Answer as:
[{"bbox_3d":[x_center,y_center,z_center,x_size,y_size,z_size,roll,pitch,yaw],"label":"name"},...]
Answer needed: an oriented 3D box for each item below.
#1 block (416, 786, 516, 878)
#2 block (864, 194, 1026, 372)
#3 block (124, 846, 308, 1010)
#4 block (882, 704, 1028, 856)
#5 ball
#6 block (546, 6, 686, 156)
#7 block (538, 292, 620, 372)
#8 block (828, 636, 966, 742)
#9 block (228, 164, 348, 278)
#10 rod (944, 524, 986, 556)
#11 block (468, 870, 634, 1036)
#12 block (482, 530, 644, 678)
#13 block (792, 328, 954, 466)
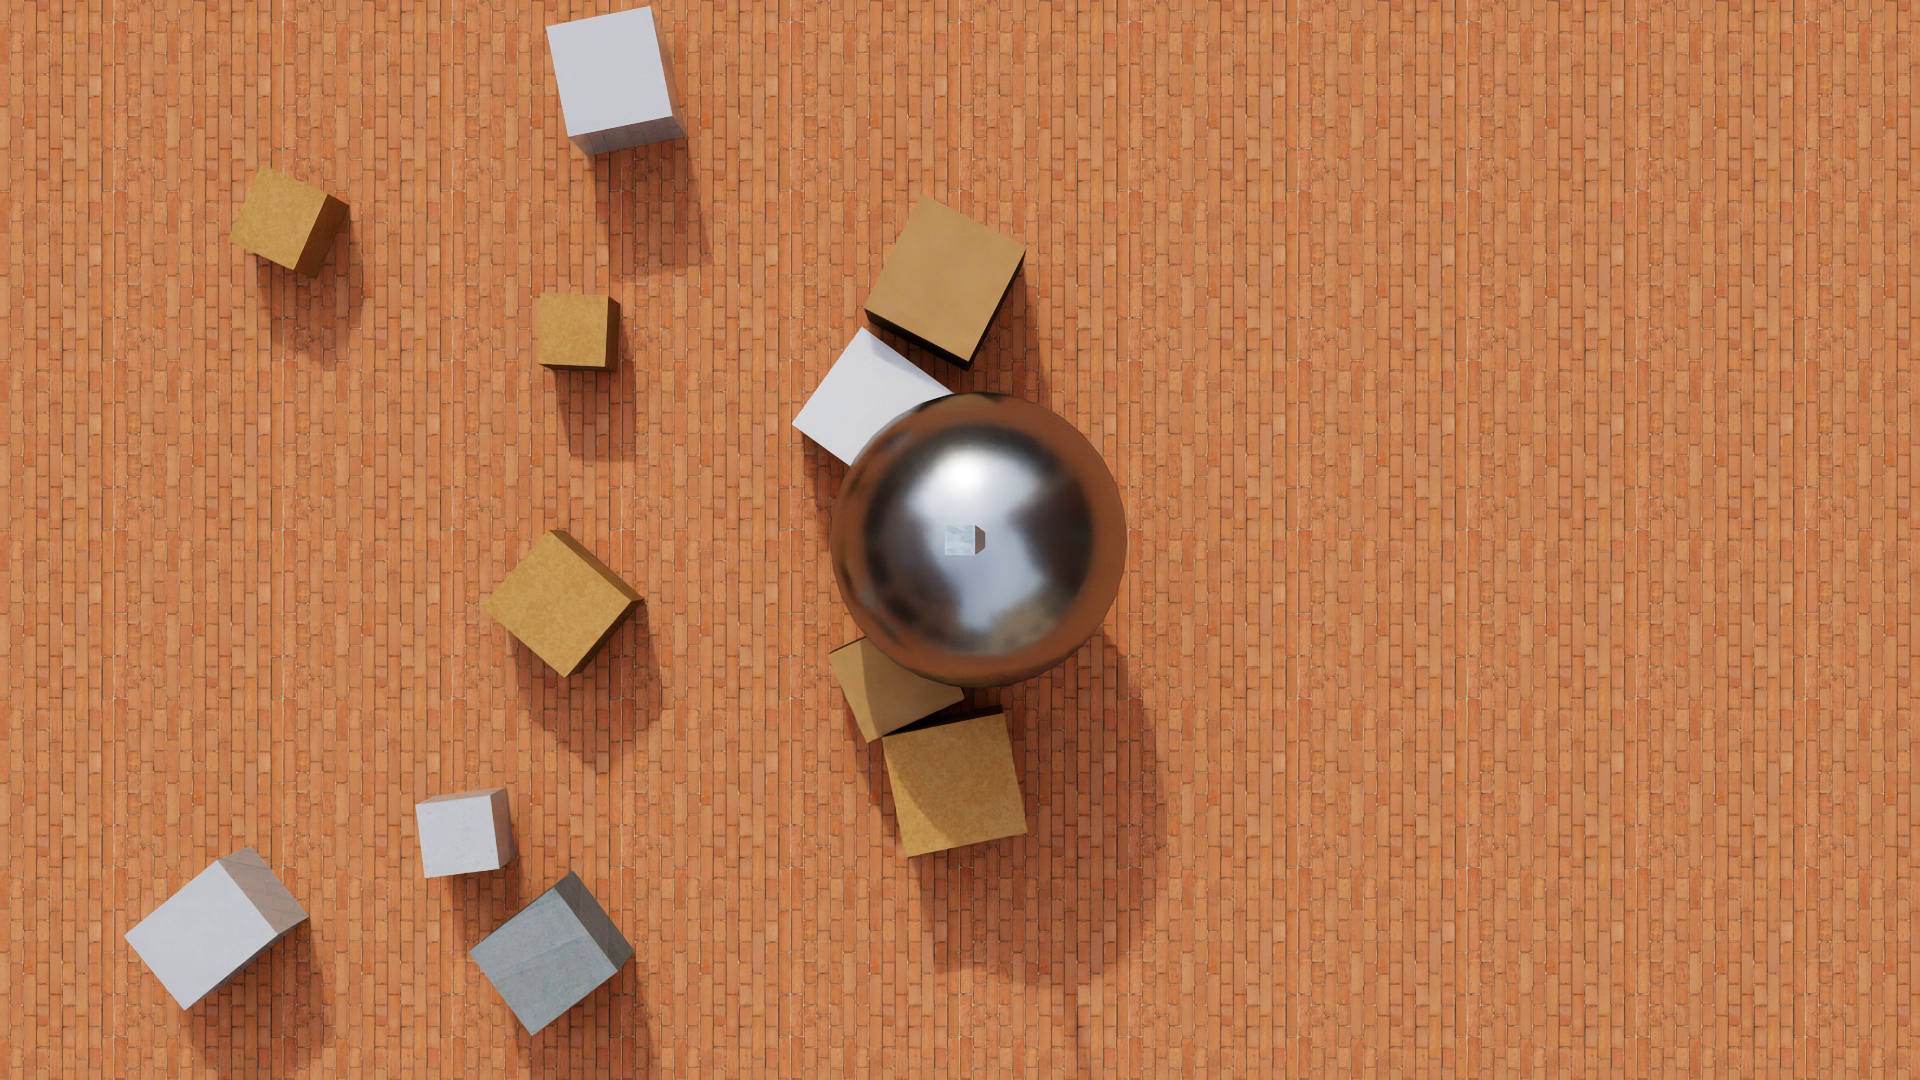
[{"bbox_3d":[-2.868,1.694,12.775,0.428,0.450,0.422,-7,90,0],"label":"block"},{"bbox_3d":[-0.083,-1.459,12.606,0.657,0.789,0.711,27,90,0],"label":"block"},{"bbox_3d":[-4.282,2.229,12.701,0.678,0.599,0.543,-39,90,0],"label":"block"},{"bbox_3d":[-0.029,1.375,12.671,0.701,0.658,0.684,-12,90,0],"label":"block"},{"bbox_3d":[0.099,0.000,11.823,1.600,1.600,1.600,0,90,0],"label":"ball"},{"bbox_3d":[-1.974,-2.638,12.688,0.598,0.624,0.631,-11,90,0],"label":"block"},{"bbox_3d":[-2.211,-1.201,12.777,0.388,0.446,0.406,3,90,0],"label":"block"},{"bbox_3d":[-0.361,0.775,12.725,0.612,0.550,0.546,-24,90,0],"label":"block"},{"bbox_3d":[-3.896,-1.843,12.777,0.414,0.447,0.480,24,90,0],"label":"block"},{"bbox_3d":[0.043,0.000,8.423,0.080,5.200,0.080,0,90,1],"label":"rod"},{"bbox_3d":[-2.347,2.373,12.687,0.605,0.625,0.596,-37,90,0],"label":"block"},{"bbox_3d":[-2.287,0.363,12.732,0.622,0.537,0.576,41,90,0],"label":"block"},{"bbox_3d":[-0.468,-0.724,12.709,0.701,0.582,0.676,36,90,0],"label":"block"}]
